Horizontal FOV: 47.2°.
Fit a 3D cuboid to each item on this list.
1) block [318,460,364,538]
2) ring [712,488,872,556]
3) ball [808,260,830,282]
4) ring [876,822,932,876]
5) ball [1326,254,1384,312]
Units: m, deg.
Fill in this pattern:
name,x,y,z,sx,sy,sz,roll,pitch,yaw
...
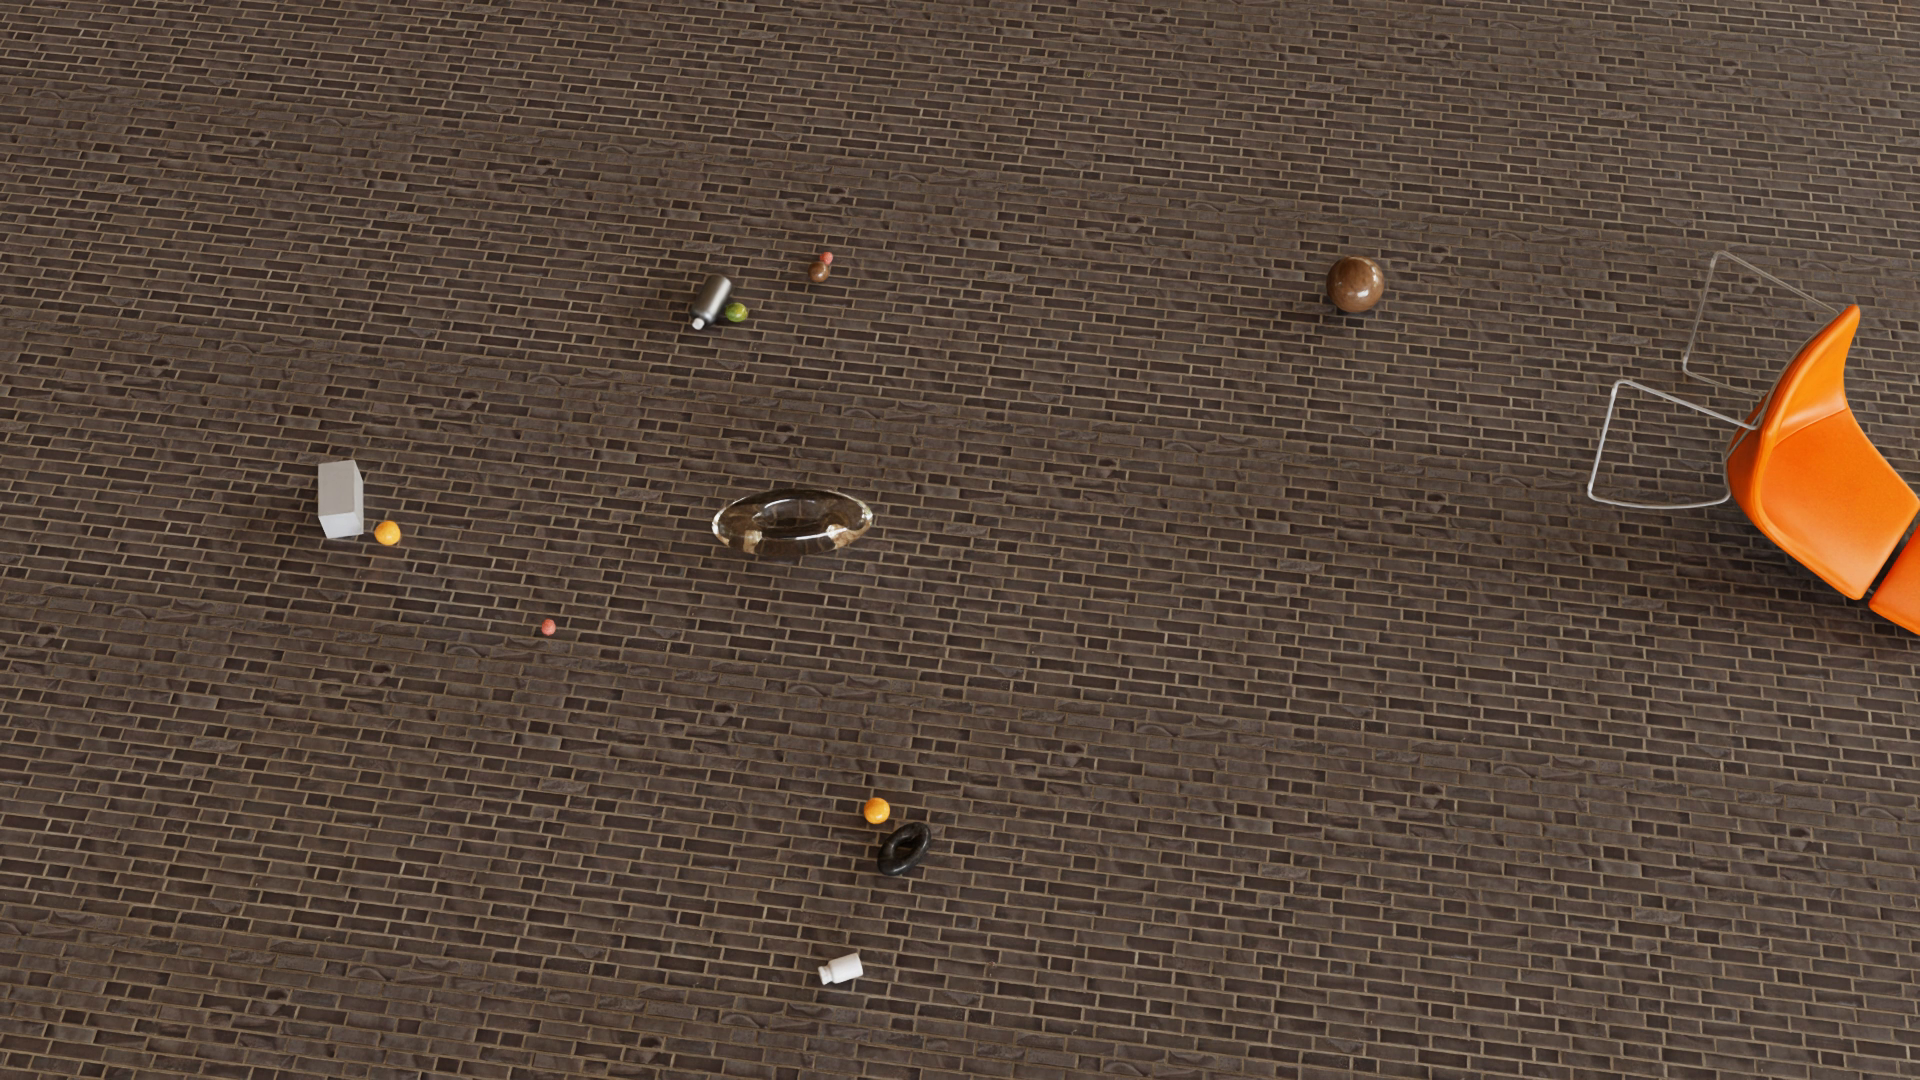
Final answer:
name,x,y,z,sx,sy,sz,roll,pitch,yaw
block,-1.854,-0.123,6.586,0.106,0.116,0.193,-7,56,-5
ring,-0.497,-0.053,6.535,0.479,0.127,0.204,-3,58,-2
ball,-0.458,-0.868,7.115,0.069,0.069,0.069,0,56,0
ring,-0.152,0.840,5.981,0.110,0.050,0.184,36,64,23
ball,1.259,-0.817,7.011,0.185,0.185,0.185,0,56,0
